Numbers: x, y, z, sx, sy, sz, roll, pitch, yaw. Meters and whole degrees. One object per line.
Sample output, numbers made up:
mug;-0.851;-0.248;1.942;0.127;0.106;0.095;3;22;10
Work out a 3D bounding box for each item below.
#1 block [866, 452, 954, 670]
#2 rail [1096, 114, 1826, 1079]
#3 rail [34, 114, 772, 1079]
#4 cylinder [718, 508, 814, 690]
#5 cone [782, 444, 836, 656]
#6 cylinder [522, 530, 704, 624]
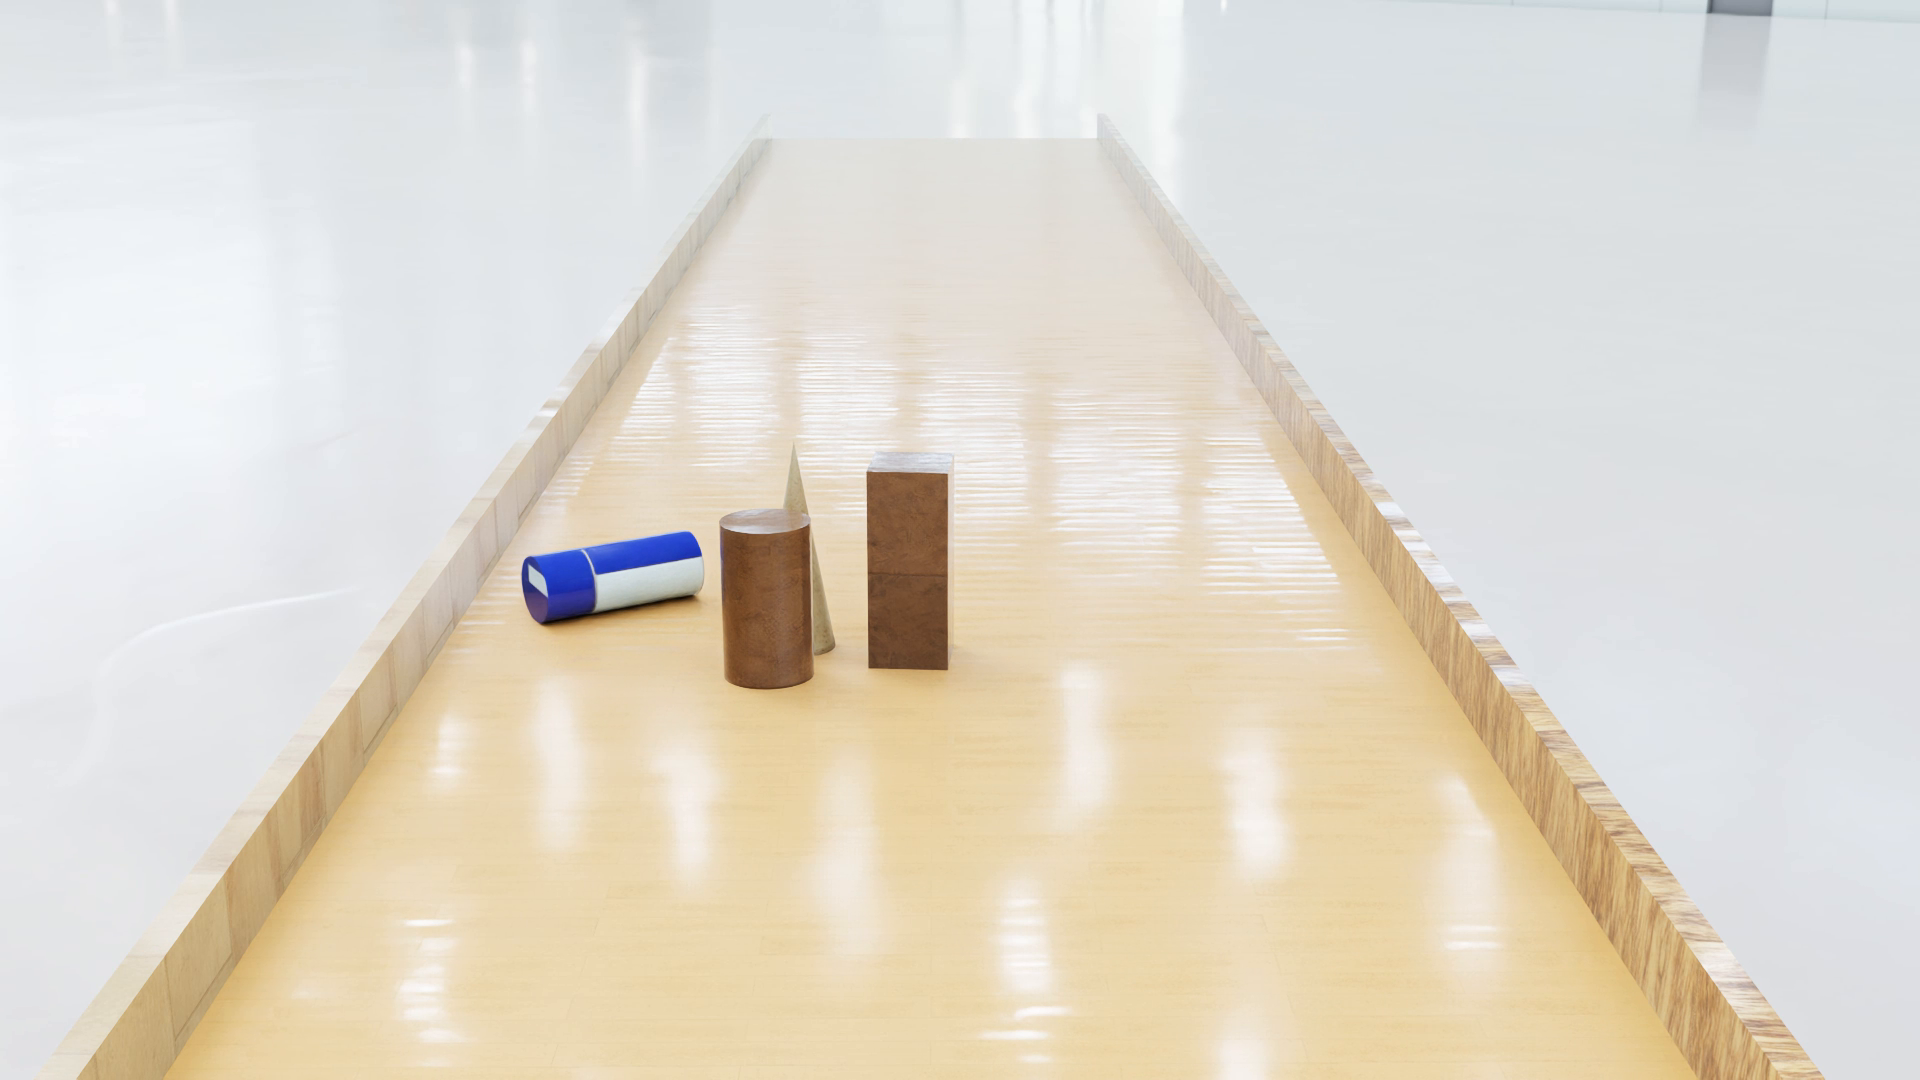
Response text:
block;-0.097;0.040;4.381;0.159;0.404;0.159;1;17;4
rail;0.932;-0.844;7.801;0.050;0.150;12.000;0;17;-1
rail;-1.118;-0.838;7.780;0.050;0.150;12.000;0;17;-1
cylinder;-0.377;0.114;4.293;0.178;0.314;0.178;0;17;0
cone;-0.331;0.008;4.440;0.154;0.433;0.154;0;17;0
cylinder;-0.743;0.077;4.719;0.361;0.143;0.143;-10;20;-31
